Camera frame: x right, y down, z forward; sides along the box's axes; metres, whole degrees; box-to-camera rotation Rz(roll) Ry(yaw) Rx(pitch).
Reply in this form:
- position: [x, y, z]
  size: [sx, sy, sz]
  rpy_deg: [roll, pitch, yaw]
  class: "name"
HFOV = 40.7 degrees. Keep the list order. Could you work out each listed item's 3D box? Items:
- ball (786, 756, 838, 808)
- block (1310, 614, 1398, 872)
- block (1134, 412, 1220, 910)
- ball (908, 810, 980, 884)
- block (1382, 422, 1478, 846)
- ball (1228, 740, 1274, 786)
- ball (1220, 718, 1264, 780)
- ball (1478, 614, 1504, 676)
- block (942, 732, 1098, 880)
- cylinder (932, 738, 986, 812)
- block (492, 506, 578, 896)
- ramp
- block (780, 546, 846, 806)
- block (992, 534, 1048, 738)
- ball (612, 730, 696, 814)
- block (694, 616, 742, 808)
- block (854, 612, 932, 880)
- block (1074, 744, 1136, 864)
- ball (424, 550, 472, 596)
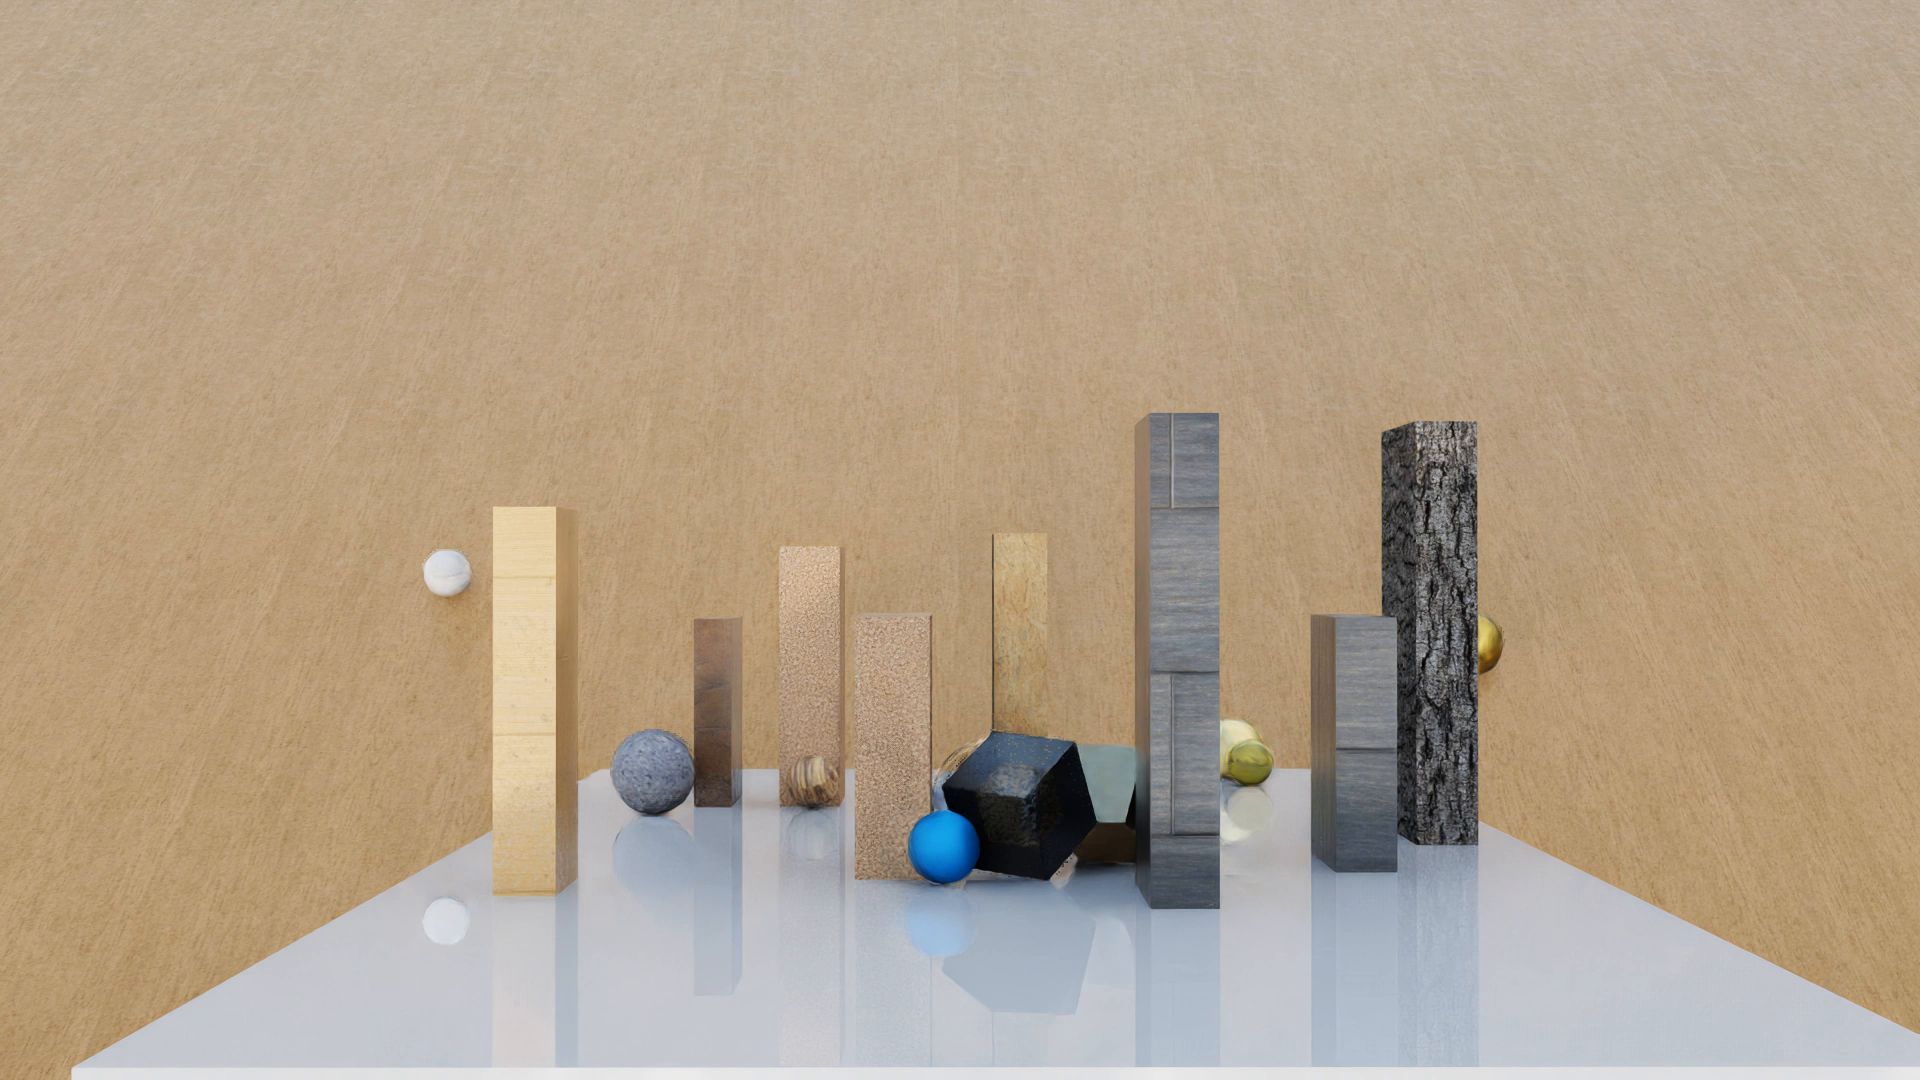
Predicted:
- position: [-0.319, 0.524, 5.614]
  size: [0.111, 0.111, 0.111]
  rpy_deg: [0, 32, 0]
  class: "ball"
- position: [0.696, 0.352, 4.591]
  size: [0.105, 0.436, 0.316]
  rpy_deg: [0, -1, 0]
  class: "block"
- position: [0.344, 0.186, 4.135]
  size: [0.106, 0.759, 0.344]
  rpy_deg: [0, -1, 0]
  class: "block"
- position: [-0.027, 0.507, 4.279]
  size: [0.120, 0.120, 0.120]
  rpy_deg: [0, 32, 0]
  class: "ball"
- position: [0.916, 0.177, 5.069]
  size: [0.116, 0.797, 0.394]
  rpy_deg: [0, -1, 0]
  class: "block"
- position: [0.695, 0.532, 6.198]
  size: [0.111, 0.111, 0.111]
  rpy_deg: [0, 32, 0]
  class: "ball"
- position: [0.672, 0.514, 6.369]
  size: [0.151, 0.151, 0.151]
  rpy_deg: [0, 32, 0]
  class: "ball"
- position: [1.416, 0.290, 7.189]
  size: [0.179, 0.179, 0.179]
  rpy_deg: [0, 32, 0]
  class: "ball"
- position: [0.102, 0.448, 4.388]
  size: [0.168, 0.168, 0.168]
  rpy_deg: [4, 32, 35]
  class: "block"
- position: [0.054, 0.467, 4.635]
  size: [0.210, 0.210, 0.210]
  rpy_deg: [0, -1, 0]
  class: "cylinder"
- position: [-0.693, 0.258, 4.241]
  size: [0.100, 0.619, 0.243]
  rpy_deg: [0, -1, 0]
  class: "block"
- position: [0.070, 0.622, 4.707]
  size: [2.000, 0.100, 4.000]
  rpy_deg: [0, -1, 0]
  class: "ramp"
- position: [-0.329, 0.300, 5.806]
  size: [0.132, 0.568, 0.269]
  rpy_deg: [0, -1, 0]
  class: "block"
- position: [0.111, 0.281, 4.892]
  size: [0.098, 0.585, 0.299]
  rpy_deg: [0, -1, 0]
  class: "block"
- position: [-0.649, 0.492, 5.485]
  size: [0.177, 0.177, 0.177]
  rpy_deg: [0, 32, 0]
  class: "ball"
- position: [-0.539, 0.378, 5.788]
  size: [0.082, 0.410, 0.279]
  rpy_deg: [0, -1, 0]
  class: "block"
- position: [-0.113, 0.351, 4.538]
  size: [0.126, 0.439, 0.405]
  rpy_deg: [0, -1, 0]
  class: "block"
- position: [0.268, 0.465, 4.568]
  size: [0.152, 0.152, 0.152]
  rpy_deg: [0, 56, 29]
  class: "block"
- position: [-1.493, 0.096, 7.544]
  size: [0.136, 0.136, 0.136]
  rpy_deg: [0, 32, 0]
  class: "ball"
